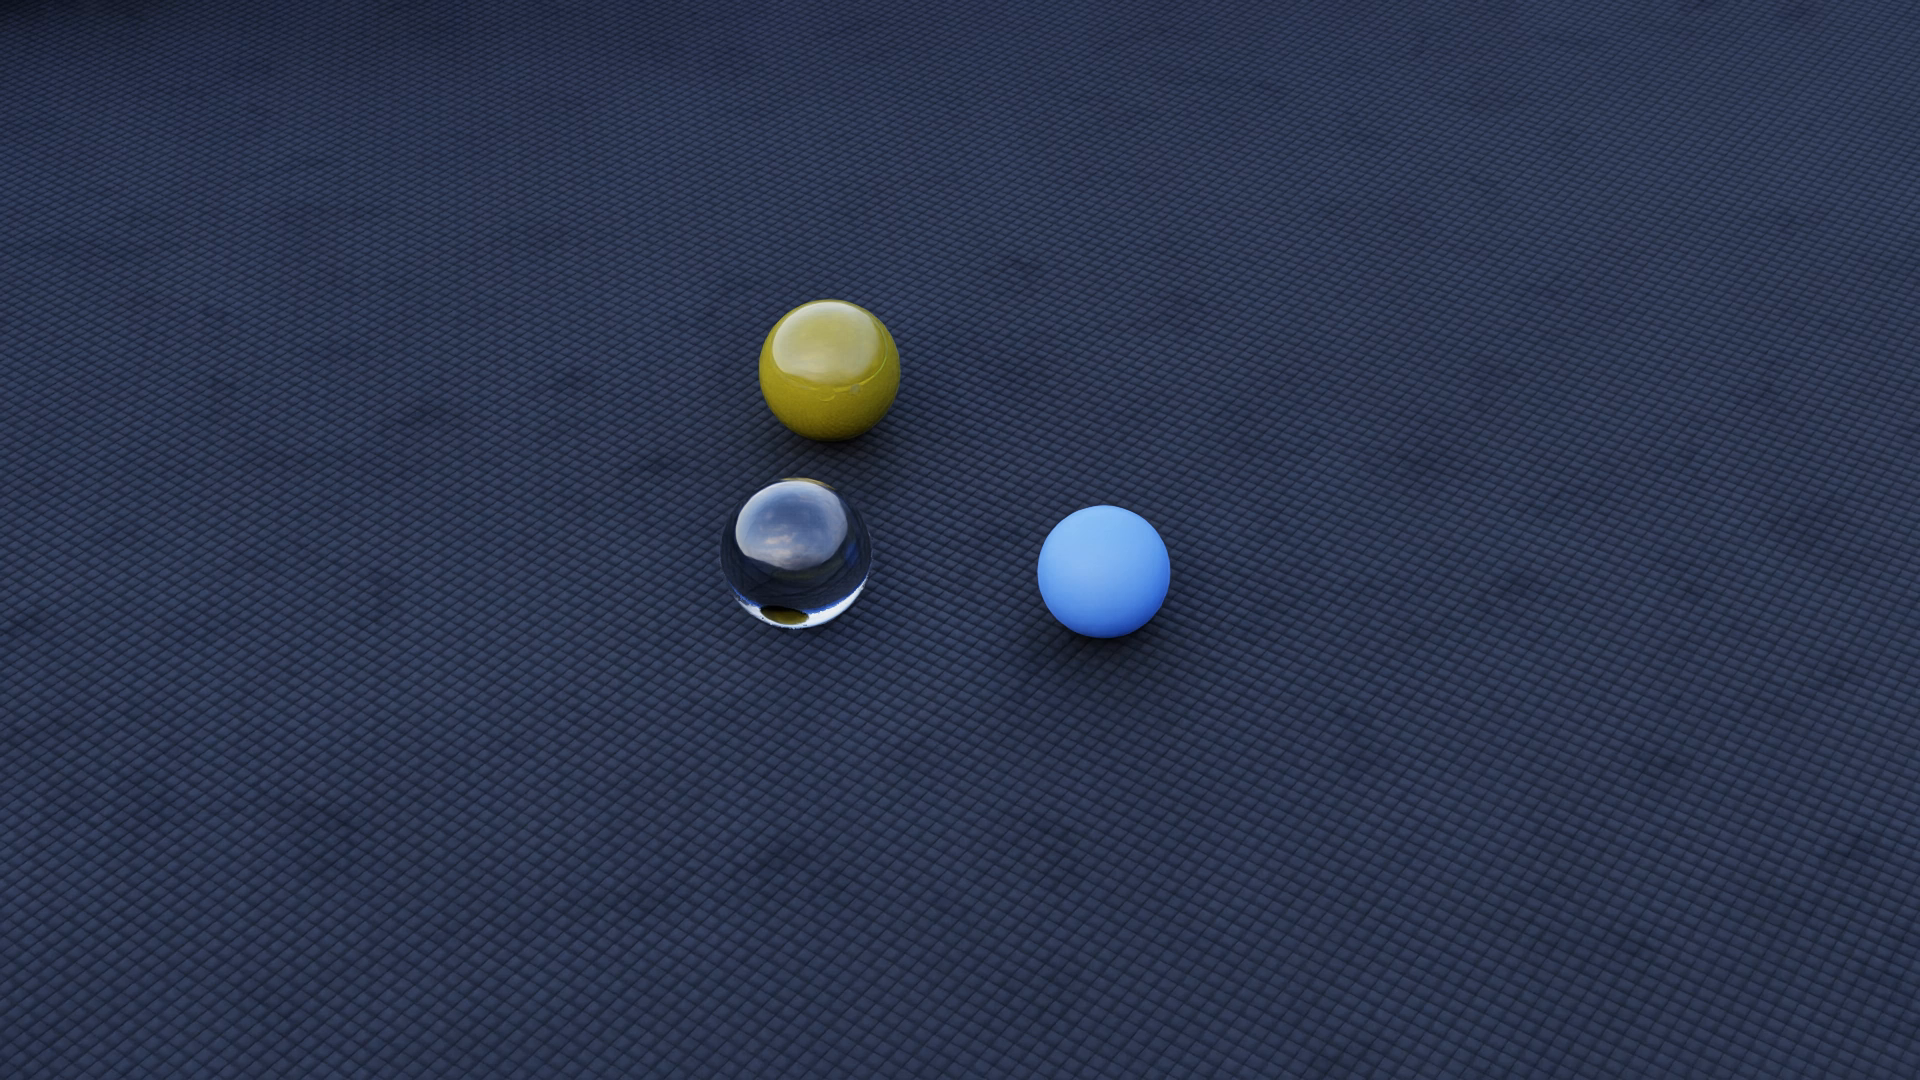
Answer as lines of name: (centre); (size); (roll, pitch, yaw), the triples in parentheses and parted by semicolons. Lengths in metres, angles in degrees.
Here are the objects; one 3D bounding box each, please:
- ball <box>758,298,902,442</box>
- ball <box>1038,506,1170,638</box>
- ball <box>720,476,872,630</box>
ball: (-0.084, -0.109, 1.648); (0.092, 0.092, 0.092); (0, 36, 0)
ball: (0.083, 0.019, 1.488); (0.077, 0.077, 0.077); (0, 36, 0)
ball: (-0.095, 0.008, 1.493); (0.089, 0.089, 0.089); (0, 36, 0)
